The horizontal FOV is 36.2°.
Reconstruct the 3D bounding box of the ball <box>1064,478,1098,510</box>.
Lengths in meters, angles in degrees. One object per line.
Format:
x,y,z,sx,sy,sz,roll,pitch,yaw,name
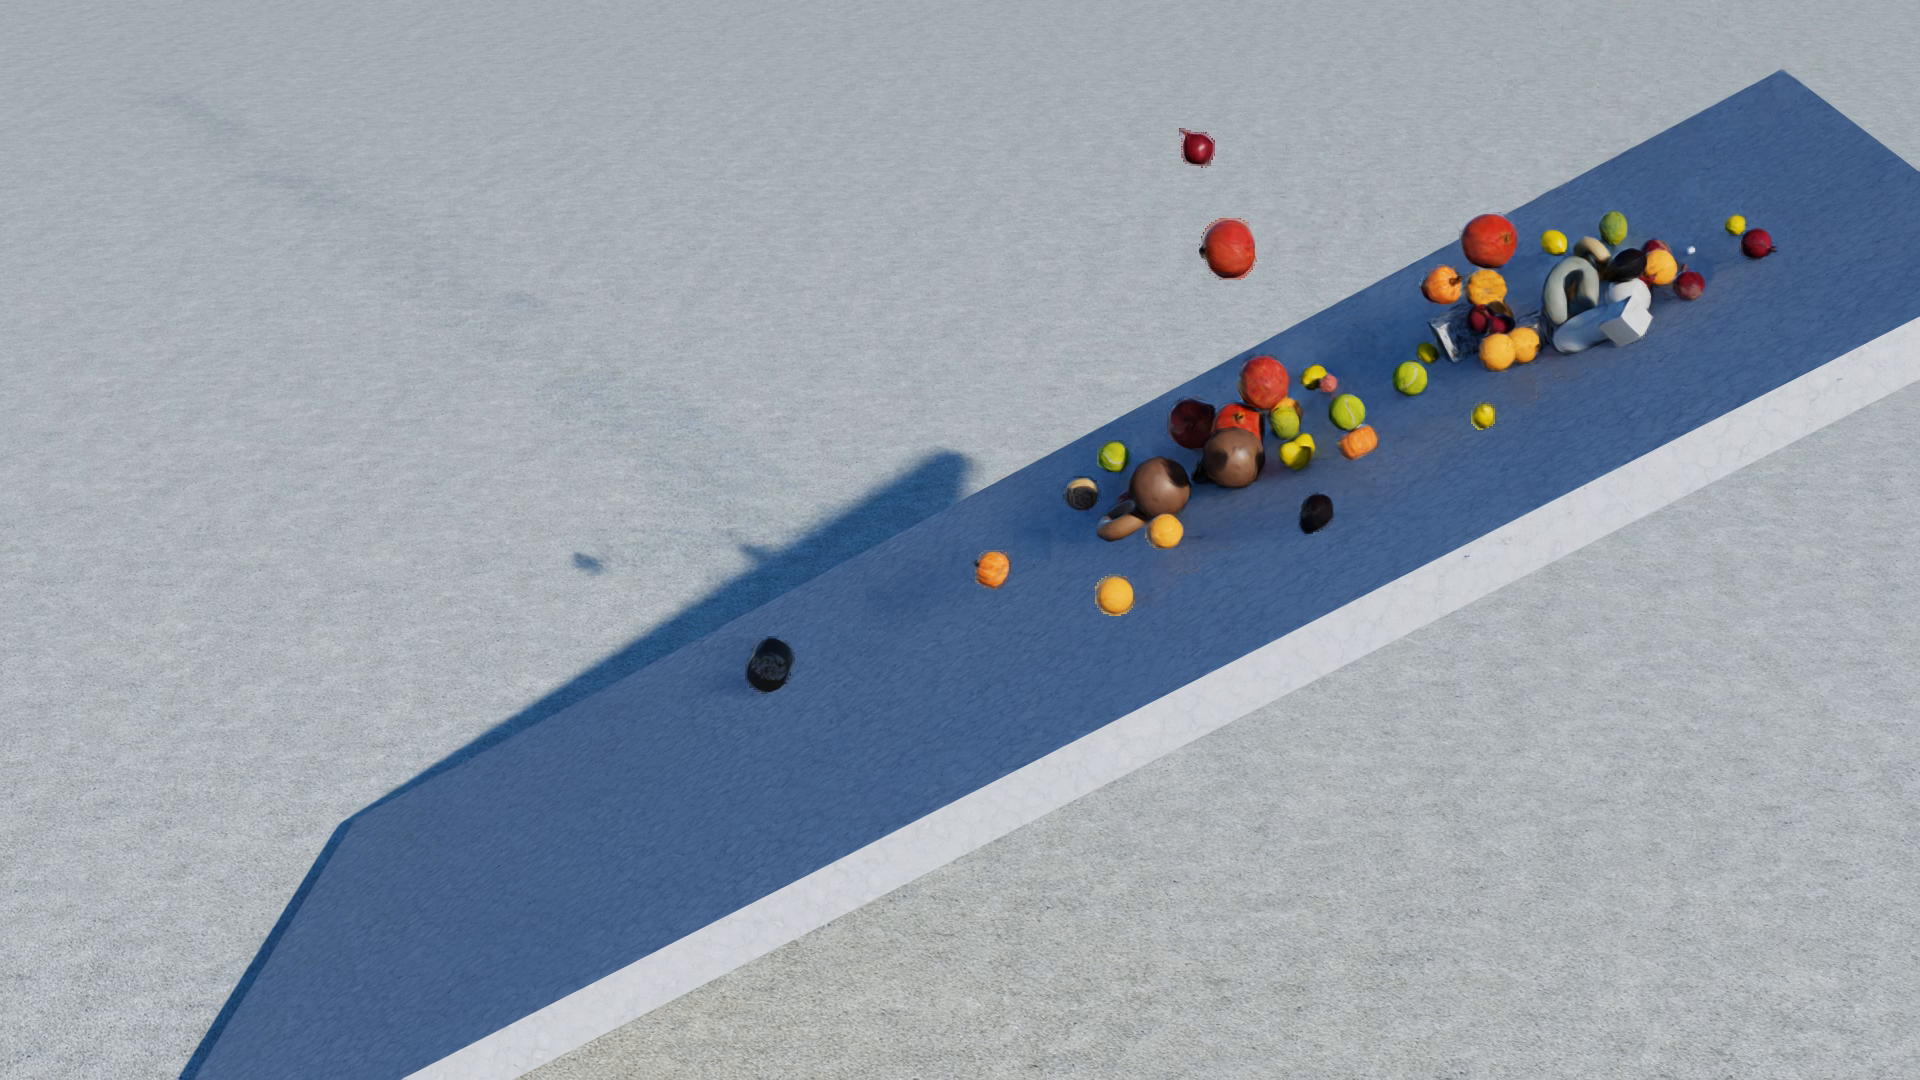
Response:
0.272,-0.102,6.583,0.075,0.075,0.075,0,18,0,ball

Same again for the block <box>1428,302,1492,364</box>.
1.041,-0.431,6.135,0.087,0.087,0.087,-30,14,4,block

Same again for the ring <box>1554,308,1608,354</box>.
1.230,-0.412,5.777,0.134,0.045,0.134,-29,15,8,ring

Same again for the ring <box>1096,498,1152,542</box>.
0.351,-0.044,6.290,0.131,0.044,0.131,-30,15,9,ring

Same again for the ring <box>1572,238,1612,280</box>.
1.309,-0.582,6.086,0.033,0.099,0.099,-34,32,-23,ring

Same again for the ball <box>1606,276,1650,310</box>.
1.299,-0.470,5.718,0.087,0.087,0.087,0,18,0,ball

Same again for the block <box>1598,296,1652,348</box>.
1.274,-0.418,5.633,0.061,0.061,0.061,-25,26,53,block

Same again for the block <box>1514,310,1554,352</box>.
1.155,-0.421,5.918,0.054,0.054,0.054,-21,26,30,block

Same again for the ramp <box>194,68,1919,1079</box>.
0.142,0.167,6.283,4.000,0.100,2.000,-28,15,11,ramp

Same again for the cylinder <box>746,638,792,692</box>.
-0.429,0.282,6.636,0.090,0.090,0.090,2,24,6,cylinder
